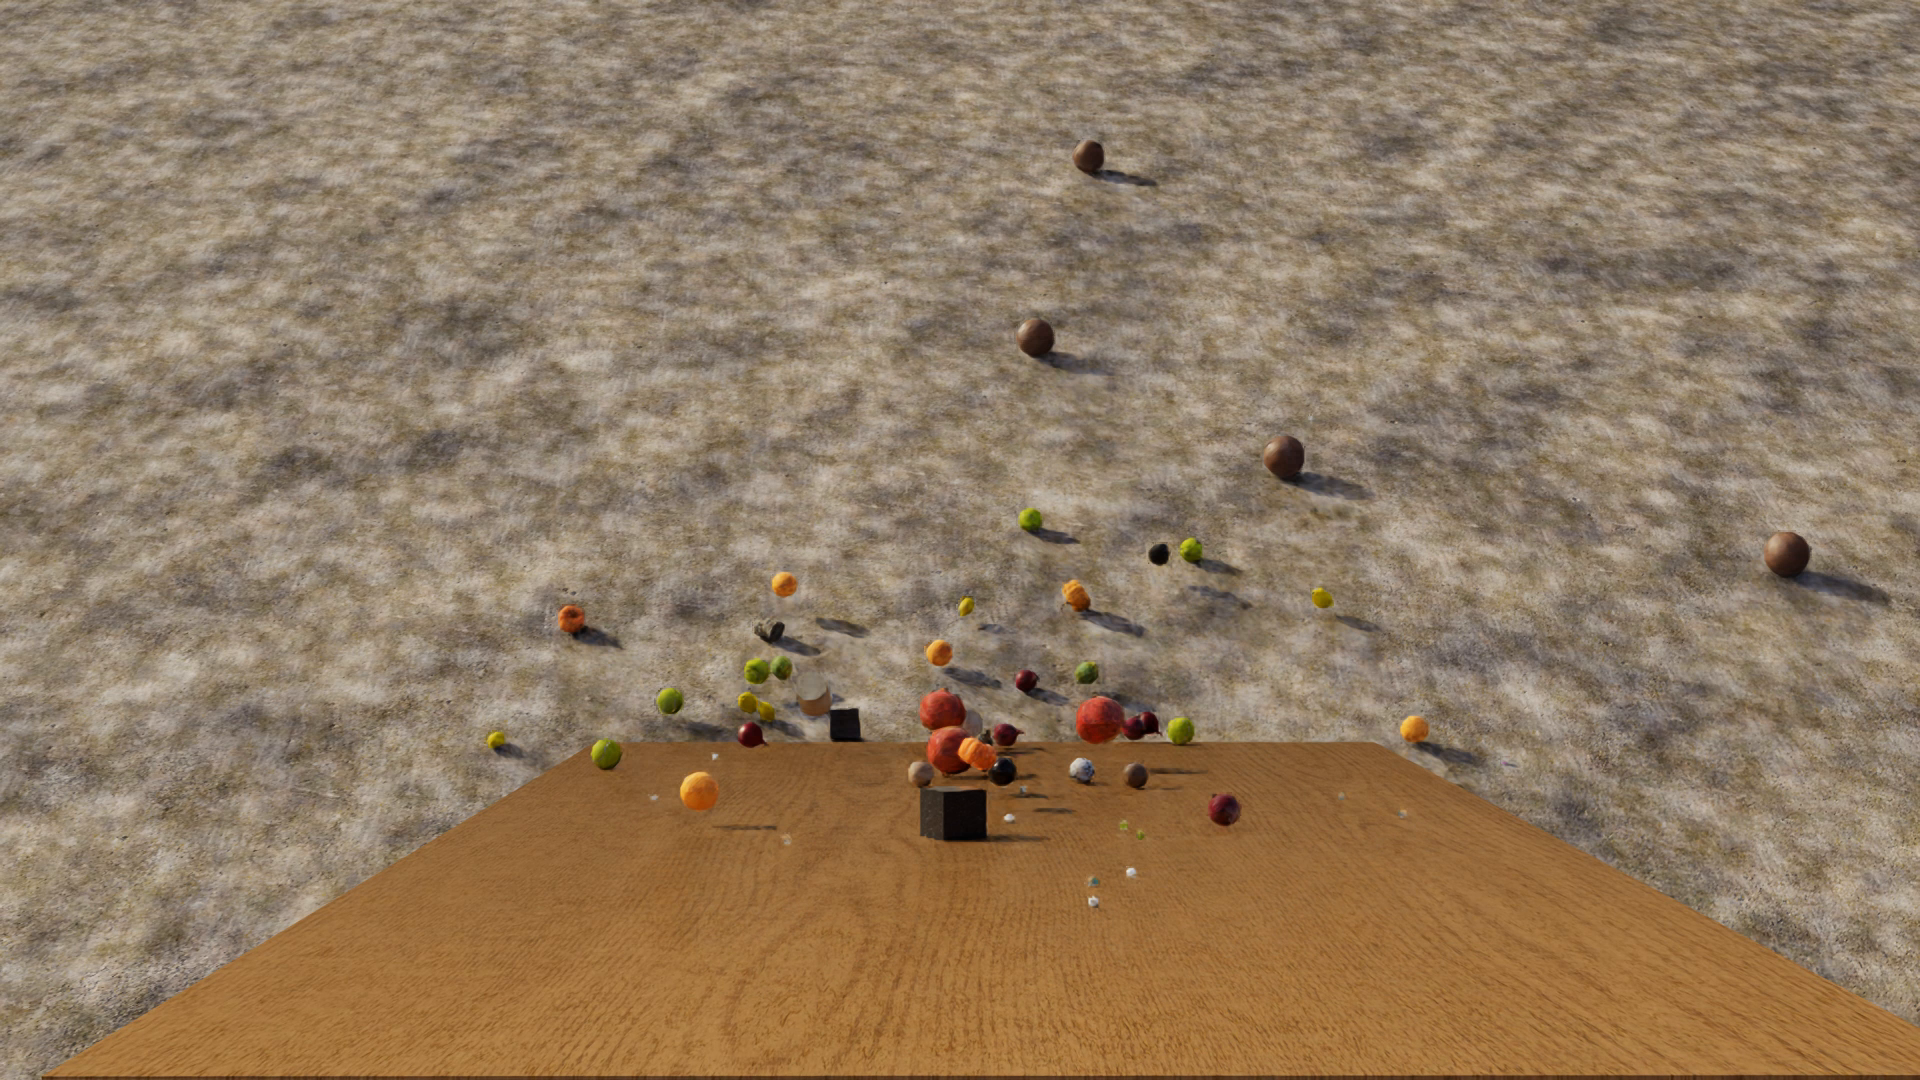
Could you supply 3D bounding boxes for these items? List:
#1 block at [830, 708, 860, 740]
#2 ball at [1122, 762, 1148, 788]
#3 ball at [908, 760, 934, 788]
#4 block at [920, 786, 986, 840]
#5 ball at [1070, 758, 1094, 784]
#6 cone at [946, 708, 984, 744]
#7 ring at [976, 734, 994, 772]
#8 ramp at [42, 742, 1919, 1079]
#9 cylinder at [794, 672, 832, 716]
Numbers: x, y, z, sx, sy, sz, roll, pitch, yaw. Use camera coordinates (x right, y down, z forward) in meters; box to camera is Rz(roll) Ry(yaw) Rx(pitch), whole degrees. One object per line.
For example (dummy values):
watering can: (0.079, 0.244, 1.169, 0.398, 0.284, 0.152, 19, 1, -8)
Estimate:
block: (-0.302, 0.482, 6.767, 0.075, 0.075, 0.075, -3, -5, -5)
ball: (0.371, 0.499, 5.479, 0.055, 0.055, 0.055, 0, 29, 0)
ball: (-0.084, 0.498, 5.501, 0.056, 0.056, 0.056, 0, 29, 0)
block: (-0.012, 0.488, 4.628, 0.086, 0.086, 0.086, 0, 0, -30)
ball: (0.263, 0.498, 5.574, 0.055, 0.055, 0.055, 0, 29, 0)
cone: (0.015, 0.497, 6.630, 0.095, 0.095, 0.095, -1, 27, -2)
ring: (0.055, 0.476, 5.766, 0.029, 0.087, 0.087, -2, 29, -9)
ramp: (0.065, 0.582, 4.628, 2.000, 0.100, 4.000, 0, 0, 0)
cylinder: (-0.362, 0.380, 6.383, 0.081, 0.081, 0.081, -3, 56, 5)
